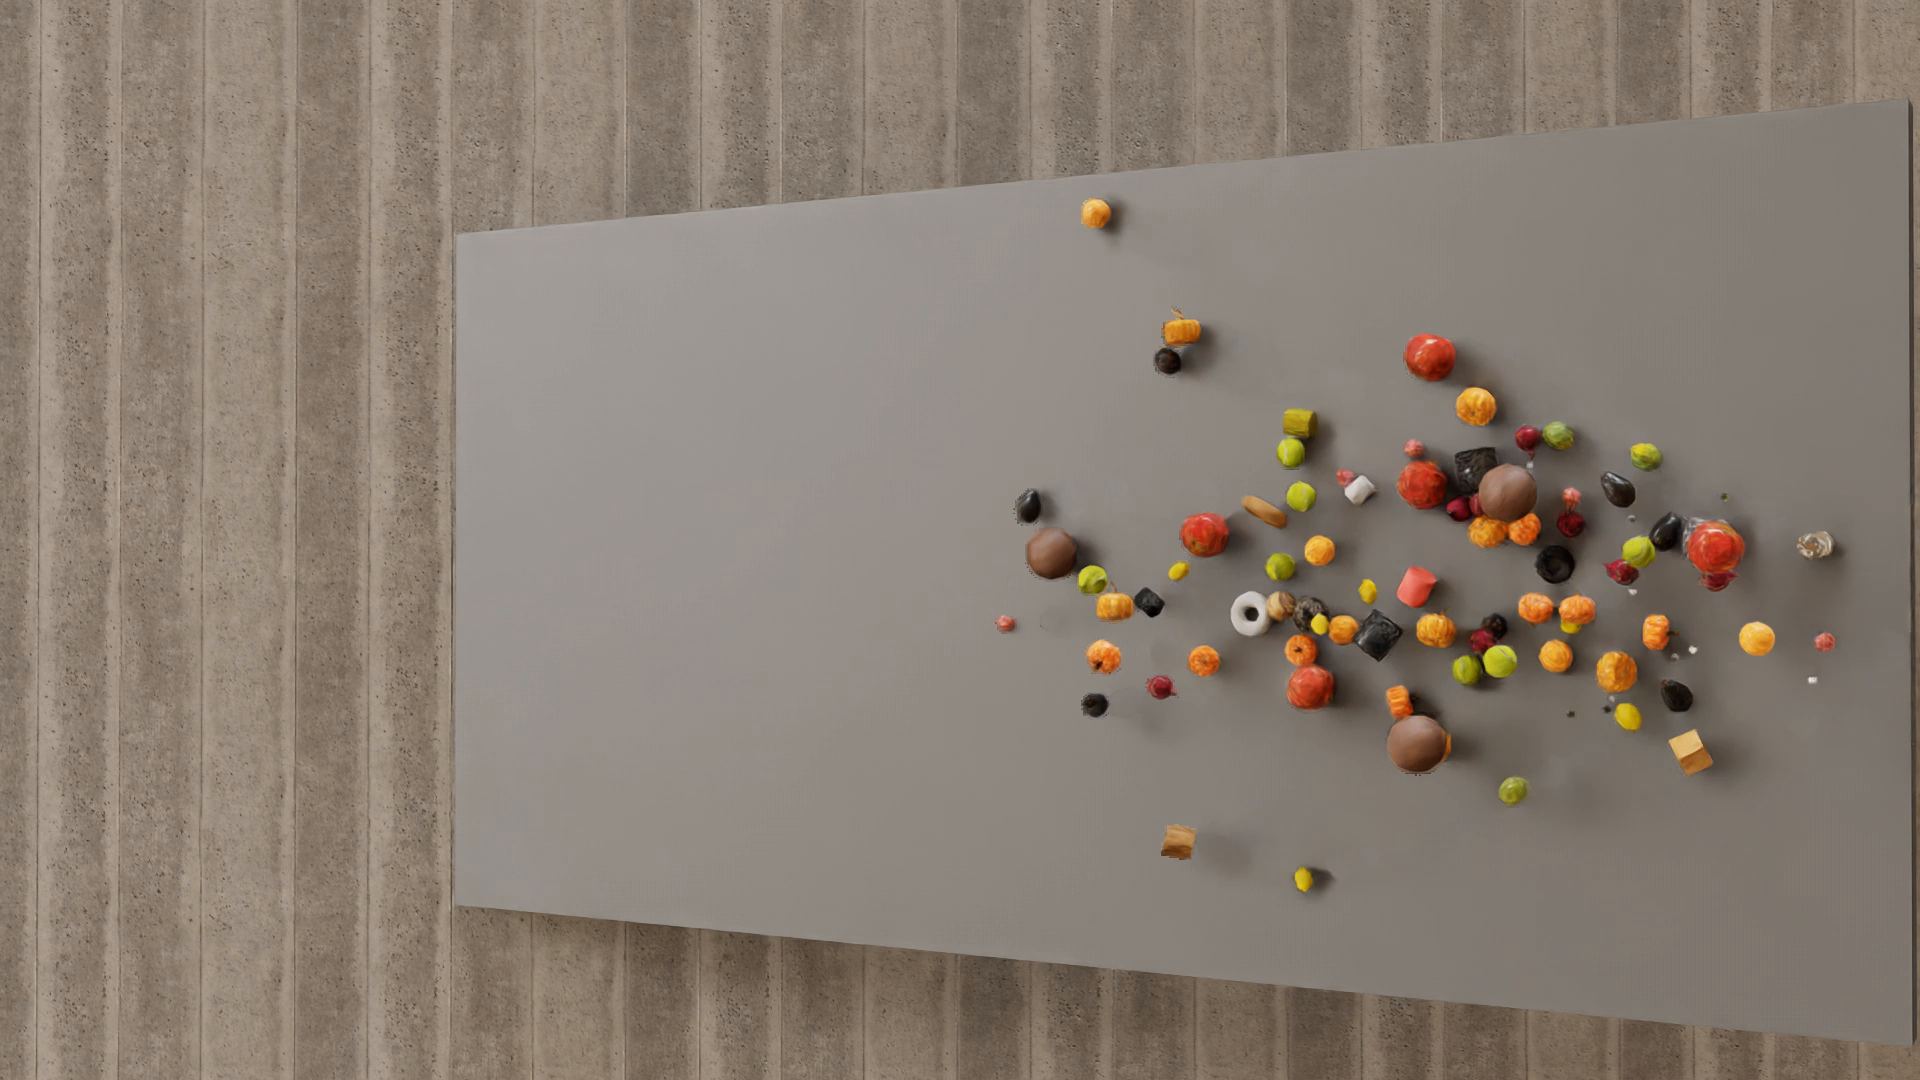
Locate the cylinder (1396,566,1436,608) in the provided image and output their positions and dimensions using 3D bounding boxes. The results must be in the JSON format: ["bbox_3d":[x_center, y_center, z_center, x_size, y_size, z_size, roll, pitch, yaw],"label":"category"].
[{"bbox_3d":[1.058,0.109,5.098,0.069,0.069,0.069,21,117,0],"label":"cylinder"}]

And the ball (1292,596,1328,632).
[{"bbox_3d":[0.833,0.178,5.228,0.084,0.084,0.084,0,89,0],"label":"ball"}]

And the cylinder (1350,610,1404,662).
[{"bbox_3d":[0.970,0.222,5.113,0.087,0.087,0.087,37,100,0],"label":"cylinder"}]

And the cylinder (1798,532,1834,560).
[{"bbox_3d":[1.826,0.012,4.694,0.053,0.053,0.053,-8,89,-35],"label":"cylinder"}]

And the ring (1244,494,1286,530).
[{"bbox_3d":[0.728,-0.067,5.251,0.117,0.117,0.039,37,101,0],"label":"ring"}]

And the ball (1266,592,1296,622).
[{"bbox_3d":[0.769,0.158,5.267,0.072,0.072,0.072,0,89,0],"label":"ball"}]

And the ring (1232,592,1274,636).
[{"bbox_3d":[0.708,0.180,5.325,0.109,0.036,0.109,-1,89,29],"label":"ring"}]

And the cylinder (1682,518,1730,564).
[{"bbox_3d":[1.624,0.001,4.792,0.092,0.092,0.092,5,91,0],"label":"cylinder"}]

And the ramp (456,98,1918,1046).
[{"bbox_3d":[0.274,0.076,5.642,4.000,0.100,2.000,0,89,29],"label":"ramp"}]

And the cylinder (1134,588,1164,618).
[{"bbox_3d":[0.465,0.154,5.413,0.053,0.053,0.053,40,89,-28],"label":"cylinder"}]

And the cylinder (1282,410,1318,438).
[{"bbox_3d":[0.814,-0.278,5.256,0.064,0.064,0.064,8,89,29],"label":"cylinder"}]

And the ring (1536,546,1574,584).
[{"bbox_3d":[1.348,0.056,4.980,0.086,0.029,0.086,0,91,22],"label":"ring"}]

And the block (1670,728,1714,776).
[{"bbox_3d":[1.591,0.462,4.783,0.060,0.060,0.060,-29,124,17],"label":"block"}]

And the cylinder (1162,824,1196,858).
[{"bbox_3d":[0.530,0.730,5.319,0.069,0.069,0.069,12,89,6],"label":"cylinder"}]

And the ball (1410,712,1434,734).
[{"bbox_3d":[1.076,0.426,5.111,0.054,0.054,0.054,0,89,0],"label":"ball"}]
